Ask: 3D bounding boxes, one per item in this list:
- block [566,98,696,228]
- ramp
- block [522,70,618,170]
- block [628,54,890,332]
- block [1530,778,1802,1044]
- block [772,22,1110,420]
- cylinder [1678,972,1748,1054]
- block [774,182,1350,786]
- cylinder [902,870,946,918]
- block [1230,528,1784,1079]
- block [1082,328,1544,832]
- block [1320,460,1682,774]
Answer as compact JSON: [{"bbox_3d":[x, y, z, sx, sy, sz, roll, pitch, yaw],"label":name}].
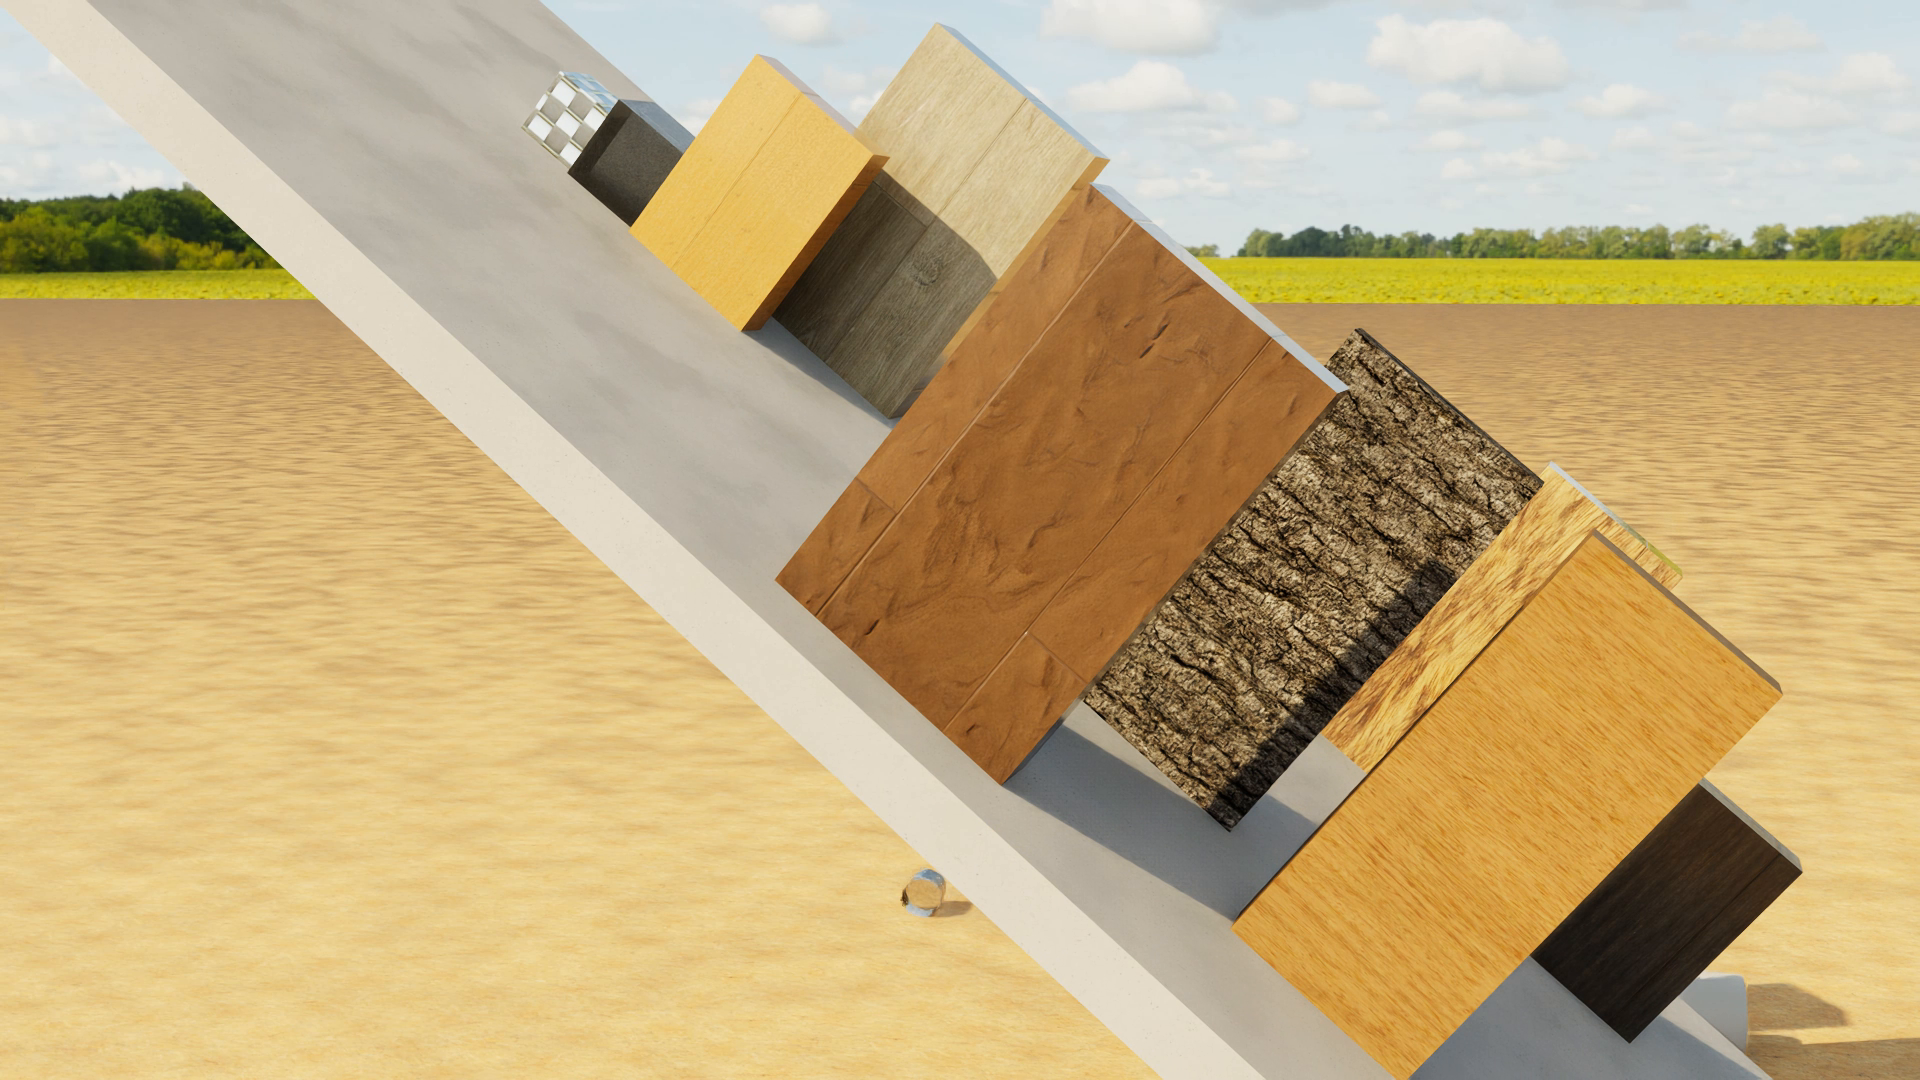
[{"bbox_3d":[-0.613,-0.728,4.277,0.178,0.178,0.178,41,16,5],"label":"block"},{"bbox_3d":[0.001,0.047,4.040,4.000,0.100,2.000,42,16,9],"label":"ramp"},{"bbox_3d":[-0.741,-0.817,4.306,0.138,0.138,0.138,41,16,5],"label":"block"},{"bbox_3d":[-0.380,-0.651,4.144,0.295,0.419,0.097,42,16,9],"label":"block"},{"bbox_3d":[1.326,0.685,4.206,0.295,0.465,0.106,42,16,9],"label":"block"},{"bbox_3d":[-0.074,-0.619,4.311,0.406,0.650,0.126,42,16,9],"label":"block"},{"bbox_3d":[1.735,1.122,5.196,0.207,0.207,0.207,1,7,11],"label":"cylinder"},{"bbox_3d":[0.137,-0.077,3.155,0.449,0.740,0.132,42,16,9],"label":"block"},{"bbox_3d":[-0.103,1.026,6.392,0.112,0.112,0.112,1,7,9],"label":"cylinder"},{"bbox_3d":[0.785,0.394,3.214,0.337,0.793,0.099,42,16,9],"label":"block"},{"bbox_3d":[0.551,0.071,3.618,0.384,0.766,0.080,42,16,9],"label":"block"},{"bbox_3d":[1.090,0.223,4.481,0.337,0.715,0.126,42,16,9],"label":"block"}]
